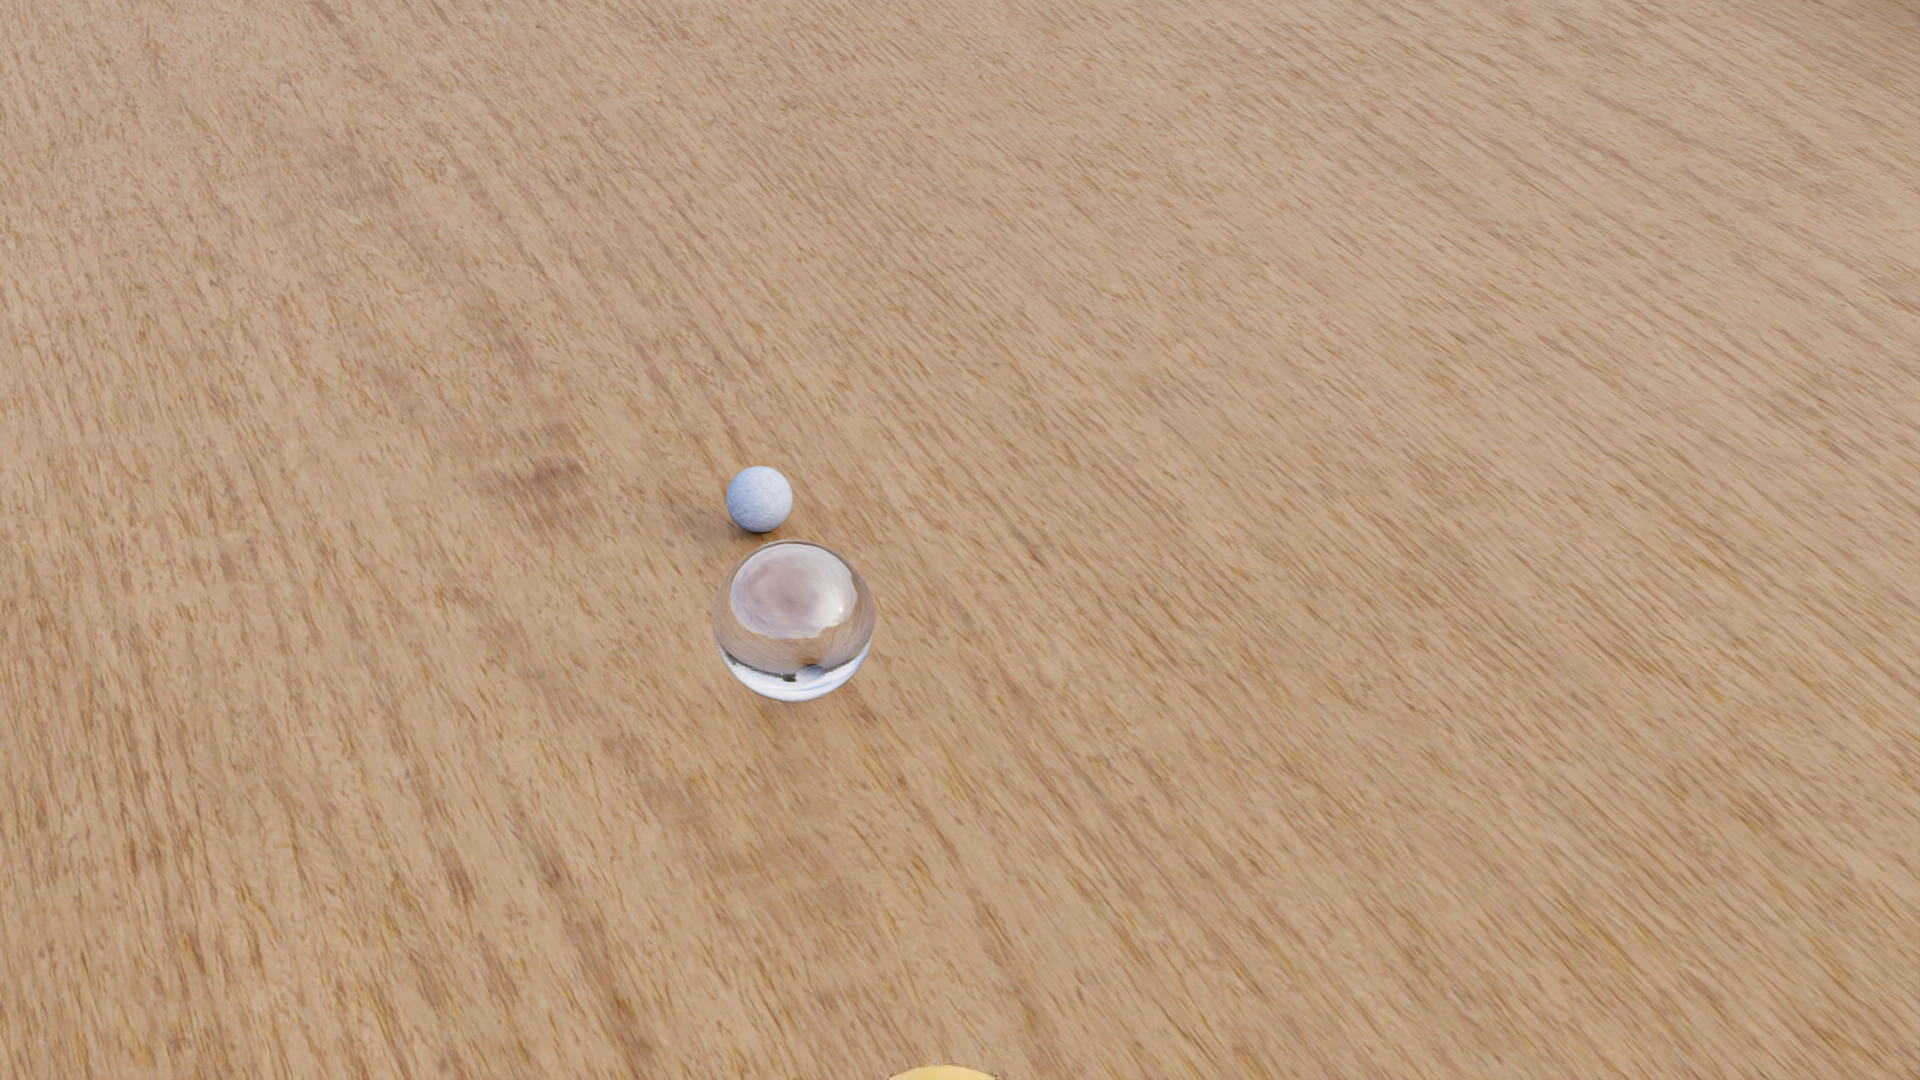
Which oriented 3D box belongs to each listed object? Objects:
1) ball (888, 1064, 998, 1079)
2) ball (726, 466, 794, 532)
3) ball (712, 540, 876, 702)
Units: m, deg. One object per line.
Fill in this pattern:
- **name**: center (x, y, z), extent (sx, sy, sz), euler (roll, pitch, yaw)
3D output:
- **ball**: center (-0.007, 0.268, 1.226), extent (0.096, 0.096, 0.096), euler (0, 31, 0)
- **ball**: center (-0.121, -0.025, 1.772), extent (0.040, 0.040, 0.040), euler (0, 31, 0)
- **ball**: center (-0.091, 0.044, 1.609), extent (0.089, 0.089, 0.089), euler (0, 31, 0)
